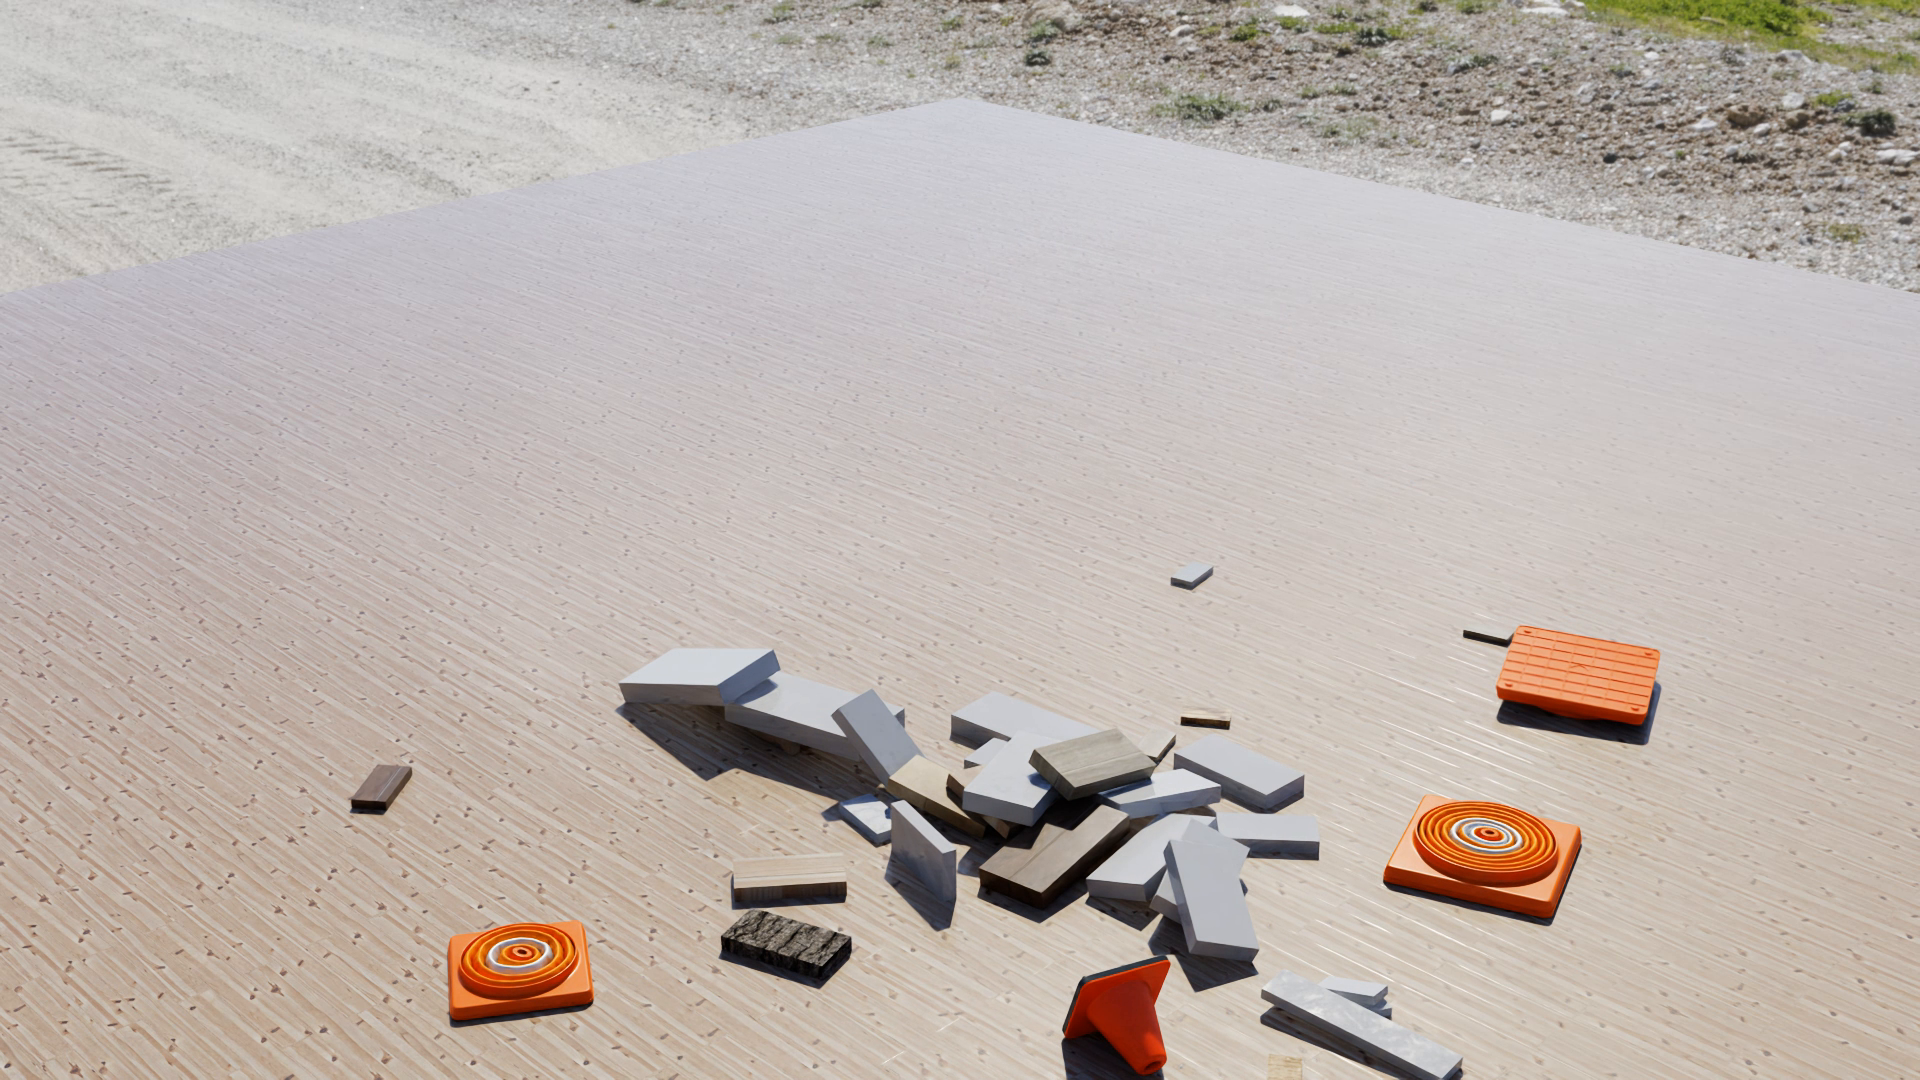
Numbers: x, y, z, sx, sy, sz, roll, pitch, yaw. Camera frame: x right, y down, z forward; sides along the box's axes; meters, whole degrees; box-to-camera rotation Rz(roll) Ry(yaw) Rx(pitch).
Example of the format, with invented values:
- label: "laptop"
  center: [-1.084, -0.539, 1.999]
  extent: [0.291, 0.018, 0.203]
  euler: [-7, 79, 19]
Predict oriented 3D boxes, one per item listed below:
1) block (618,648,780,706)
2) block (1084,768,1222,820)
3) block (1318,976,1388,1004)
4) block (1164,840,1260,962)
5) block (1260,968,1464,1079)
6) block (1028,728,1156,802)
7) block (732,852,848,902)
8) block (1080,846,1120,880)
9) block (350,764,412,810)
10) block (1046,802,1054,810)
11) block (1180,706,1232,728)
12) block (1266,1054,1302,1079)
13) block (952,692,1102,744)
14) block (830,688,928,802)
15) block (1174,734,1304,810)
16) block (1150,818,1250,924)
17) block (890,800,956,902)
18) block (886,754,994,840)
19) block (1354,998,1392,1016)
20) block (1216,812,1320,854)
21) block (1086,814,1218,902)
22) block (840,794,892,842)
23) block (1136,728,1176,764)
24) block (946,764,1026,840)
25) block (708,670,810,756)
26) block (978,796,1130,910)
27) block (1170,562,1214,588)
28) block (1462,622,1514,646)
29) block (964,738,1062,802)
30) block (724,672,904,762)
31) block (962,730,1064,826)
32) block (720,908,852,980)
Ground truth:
- label: "block"
  center: [-0.575, 0.299, 4.836]
  extent: [0.347, 0.049, 0.174]
  euler: [-2, 22, 44]
- label: "block"
  center: [0.388, 0.514, 4.441]
  extent: [0.252, 0.036, 0.126]
  euler: [-6, 14, -31]
- label: "block"
  center: [0.685, 0.787, 3.846]
  extent: [0.113, 0.016, 0.056]
  euler: [2, 12, 36]
- label: "block"
  center: [0.459, 0.660, 4.035]
  extent: [0.124, 0.035, 0.248]
  euler: [11, 36, -17]
- label: "block"
  center: [0.681, 0.829, 3.747]
  extent: [0.351, 0.021, 0.074]
  euler: [22, 33, 34]
- label: "block"
  center: [0.268, 0.450, 4.425]
  extent: [0.248, 0.035, 0.124]
  euler: [-9, 40, -44]
- label: "block"
  center: [-0.326, 0.644, 4.205]
  extent: [0.212, 0.030, 0.106]
  euler: [-3, 23, -6]
- label: "block"
  center: [0.266, 0.623, 4.270]
  extent: [0.059, 0.017, 0.118]
  euler: [15, 27, 31]
- label: "block"
  center: [-1.191, 0.509, 4.533]
  extent: [0.074, 0.021, 0.148]
  euler: [3, 23, 7]
- label: "block"
  center: [0.211, 0.536, 4.461]
  extent: [0.099, 0.028, 0.198]
  euler: [-9, 25, -21]
- label: "block"
  center: [0.540, 0.387, 4.829]
  extent: [0.107, 0.015, 0.054]
  euler: [4, 23, 10]
- label: "block"
  center: [0.536, 0.893, 3.636]
  extent: [0.056, 0.016, 0.113]
  euler: [4, 23, 10]
- label: "block"
  center: [0.154, 0.416, 4.728]
  extent: [0.327, 0.042, 0.147]
  euler: [18, 29, 36]
- label: "block"
  center: [-0.156, 0.423, 4.543]
  extent: [0.227, 0.032, 0.113]
  euler: [52, 41, 9]
- label: "block"
  center: [0.580, 0.481, 4.583]
  extent: [0.124, 0.035, 0.248]
  euler: [-20, 30, -40]
- label: "block"
  center: [0.452, 0.634, 4.131]
  extent: [0.126, 0.036, 0.252]
  euler: [28, 34, 6]
- label: "block"
  center: [-0.071, 0.595, 4.222]
  extent: [0.030, 0.106, 0.212]
  euler: [-12, 26, -26]
- label: "block"
  center: [-0.022, 0.517, 4.438]
  extent: [0.227, 0.032, 0.113]
  euler: [24, 31, 21]
- label: "block"
  center: [0.687, 0.814, 3.821]
  extent: [0.113, 0.016, 0.056]
  euler: [-8, 24, -18]
- label: "block"
  center: [0.609, 0.580, 4.357]
  extent: [0.198, 0.028, 0.099]
  euler: [2, 23, 4]
- label: "block"
  center: [0.374, 0.609, 4.243]
  extent: [0.126, 0.036, 0.296]
  euler: [0, 19, 36]
- label: "block"
  center: [-0.173, 0.558, 4.419]
  extent: [0.074, 0.021, 0.148]
  euler: [-15, 27, -31]
- label: "block"
  center: [0.414, 0.440, 4.702]
  extent: [0.059, 0.017, 0.118]
  euler: [10, 25, 23]
- label: "block"
  center: [0.072, 0.522, 4.398]
  extent: [0.099, 0.028, 0.198]
  euler: [-9, 34, -39]
- label: "block"
  center: [-0.409, 0.363, 4.842]
  extent: [0.174, 0.049, 0.347]
  euler: [-19, 30, -38]
- label: "block"
  center: [0.185, 0.598, 4.253]
  extent: [0.147, 0.042, 0.294]
  euler: [17, 35, 34]
- label: "block"
  center: [0.584, 0.087, 5.534]
  extent: [0.059, 0.017, 0.118]
  euler: [14, 27, 30]
- label: "block"
  center: [1.255, 0.221, 5.220]
  extent: [0.107, 0.015, 0.054]
  euler: [13, 26, 28]
- label: "block"
  center: [0.134, 0.474, 4.532]
  extent: [0.227, 0.032, 0.113]
  euler: [15, 27, 31]
- label: "block"
  center: [-0.311, 0.372, 4.694]
  extent: [0.347, 0.049, 0.174]
  euler: [14, 27, 29]
- label: "block"
  center: [0.131, 0.476, 4.411]
  extent: [0.147, 0.042, 0.294]
  euler: [12, 23, 20]
- label: "block"
  center: [-0.315, 0.733, 3.996]
  extent: [0.212, 0.030, 0.106]
  euler: [11, 25, 25]
